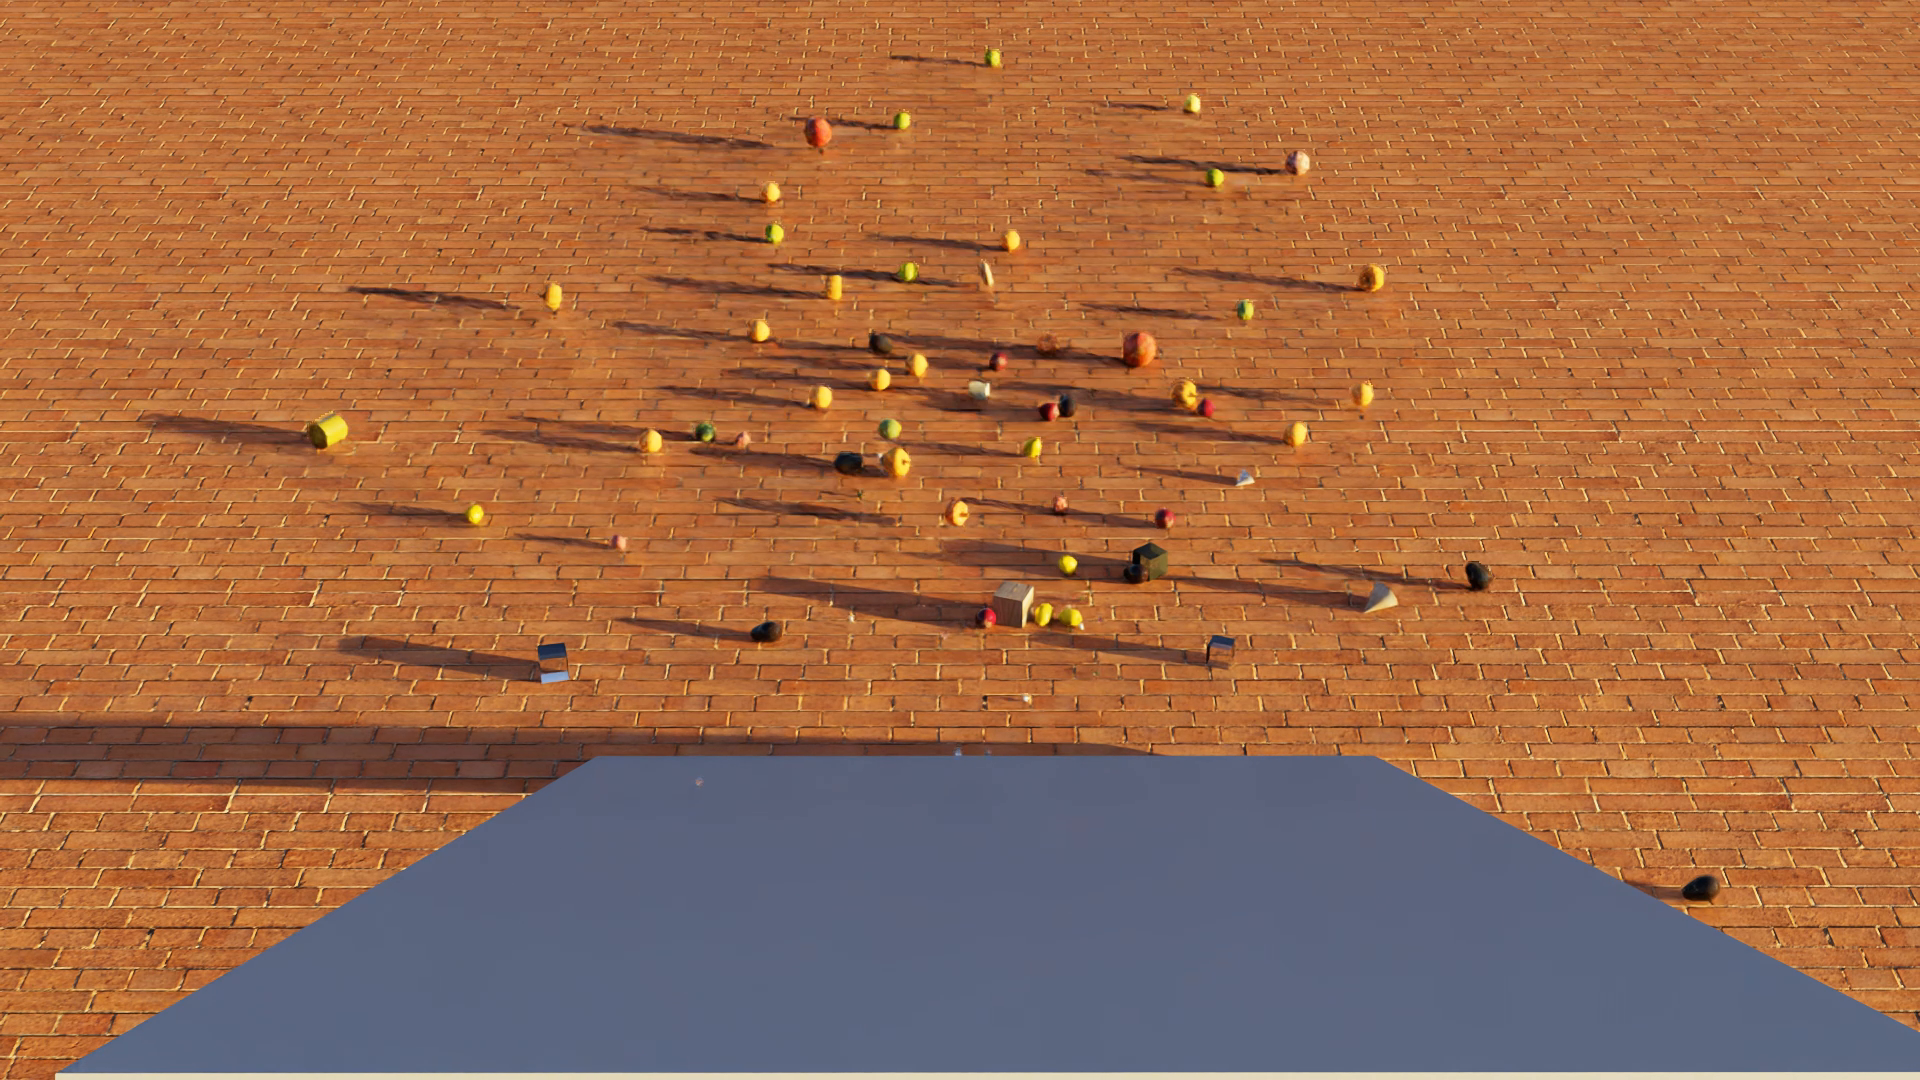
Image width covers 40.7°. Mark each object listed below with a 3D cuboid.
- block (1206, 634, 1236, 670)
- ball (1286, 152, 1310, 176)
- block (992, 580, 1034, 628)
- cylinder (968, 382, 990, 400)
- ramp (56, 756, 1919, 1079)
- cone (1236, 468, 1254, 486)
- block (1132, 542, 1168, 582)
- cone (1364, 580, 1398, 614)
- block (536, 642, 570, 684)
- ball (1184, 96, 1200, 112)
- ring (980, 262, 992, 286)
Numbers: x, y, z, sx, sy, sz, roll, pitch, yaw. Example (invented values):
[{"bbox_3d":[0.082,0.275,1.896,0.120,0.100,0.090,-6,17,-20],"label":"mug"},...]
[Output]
[{"bbox_3d":[0.725,0.312,7.190,0.064,0.064,0.064,11,32,18],"label":"block"},{"bbox_3d":[1.337,-1.492,10.252,0.095,0.095,0.095,0,30,0],"label":"ball"},{"bbox_3d":[0.151,0.183,7.383,0.090,0.090,0.090,11,32,18],"label":"block"},{"bbox_3d":[0.062,-0.495,8.577,0.057,0.057,0.057,4,30,17],"label":"cylinder"},{"bbox_3d":[0.068,0.602,4.664,2.000,0.100,4.000,0,0,0],"label":"ramp"},{"bbox_3d":[0.879,-0.184,8.080,0.054,0.054,0.054,-38,40,-7],"label":"cone"},{"bbox_3d":[0.558,0.064,7.606,0.073,0.073,0.073,-23,37,-34],"label":"block"},{"bbox_3d":[1.192,0.181,7.436,0.092,0.092,0.092,-41,43,-12],"label":"cone"},{"bbox_3d":[-1.121,0.339,7.132,0.076,0.076,0.076,-7,31,-12],"label":"block"},{"bbox_3d":[0.975,-1.829,10.857,0.067,0.067,0.067,0,30,0],"label":"ball"},{"bbox_3d":[0.093,-0.958,9.327,0.030,0.089,0.089,-22,31,5],"label":"ring"}]
